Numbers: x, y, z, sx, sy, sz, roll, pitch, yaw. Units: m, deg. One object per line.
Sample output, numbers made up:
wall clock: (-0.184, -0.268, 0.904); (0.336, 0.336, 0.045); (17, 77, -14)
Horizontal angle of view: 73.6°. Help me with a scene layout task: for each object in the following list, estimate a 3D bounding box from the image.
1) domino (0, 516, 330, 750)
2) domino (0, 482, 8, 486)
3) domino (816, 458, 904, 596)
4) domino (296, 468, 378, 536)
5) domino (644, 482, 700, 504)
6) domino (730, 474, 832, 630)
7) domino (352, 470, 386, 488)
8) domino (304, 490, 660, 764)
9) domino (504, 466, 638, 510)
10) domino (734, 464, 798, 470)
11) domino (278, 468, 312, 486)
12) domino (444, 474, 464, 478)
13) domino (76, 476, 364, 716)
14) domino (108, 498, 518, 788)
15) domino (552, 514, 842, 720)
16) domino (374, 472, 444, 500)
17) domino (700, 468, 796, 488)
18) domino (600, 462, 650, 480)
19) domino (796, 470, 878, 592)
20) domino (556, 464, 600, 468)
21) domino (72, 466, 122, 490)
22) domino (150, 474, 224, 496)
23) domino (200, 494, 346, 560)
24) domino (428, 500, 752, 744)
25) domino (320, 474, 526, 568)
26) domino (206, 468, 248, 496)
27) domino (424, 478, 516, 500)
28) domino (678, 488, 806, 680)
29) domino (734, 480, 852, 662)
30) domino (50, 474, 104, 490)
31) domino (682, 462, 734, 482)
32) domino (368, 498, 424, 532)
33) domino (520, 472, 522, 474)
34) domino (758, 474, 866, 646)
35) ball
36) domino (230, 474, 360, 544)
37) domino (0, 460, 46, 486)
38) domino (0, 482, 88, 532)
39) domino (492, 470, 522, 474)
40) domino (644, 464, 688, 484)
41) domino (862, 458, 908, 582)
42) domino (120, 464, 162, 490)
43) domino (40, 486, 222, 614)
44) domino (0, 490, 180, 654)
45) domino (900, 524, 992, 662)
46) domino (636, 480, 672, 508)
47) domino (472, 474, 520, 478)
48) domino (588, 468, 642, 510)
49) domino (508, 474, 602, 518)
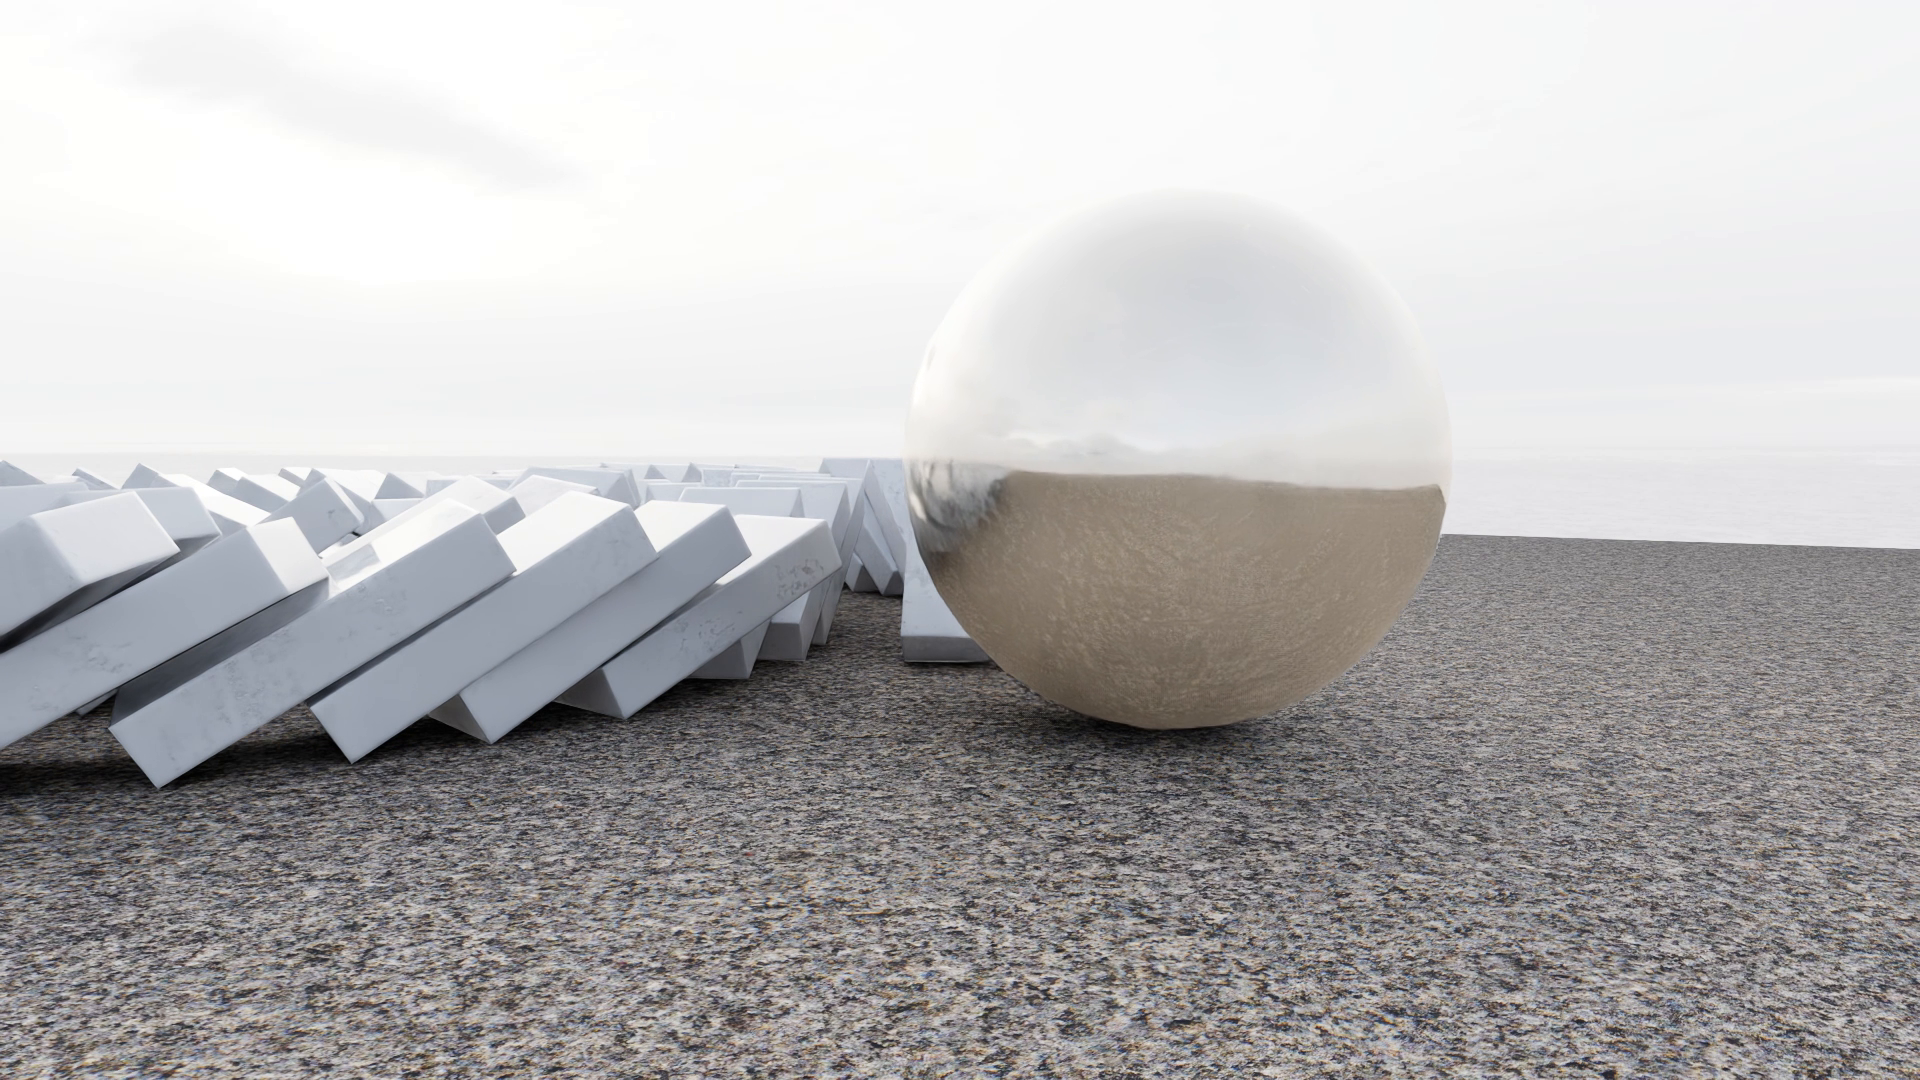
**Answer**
domino: (-0.109, 0.014, 0.163); (0.050, 0.010, 0.025); (-30, 12, -12)
domino: (-0.231, 0.000, 0.332); (0.025, 0.010, 0.050); (2, -27, 39)
domino: (-0.021, -0.005, 0.376); (0.025, 0.009, 0.050); (-3, 43, -35)
domino: (-0.167, -0.004, 0.380); (0.050, 0.009, 0.025); (32, 0, -3)
domino: (-0.065, 0.001, 0.345); (0.025, 0.010, 0.050); (-3, 33, -32)
domino: (-0.044, 0.002, 0.309); (0.025, 0.009, 0.050); (0, 37, -7)
domino: (-0.180, -0.007, 0.431); (0.050, 0.009, 0.025); (30, 0, -9)
domino: (-0.072, 0.011, 0.189); (0.050, 0.010, 0.025); (-37, 27, -26)
domino: (-0.091, 0.004, 0.268); (0.025, 0.009, 0.050); (4, 41, 19)
domino: (-0.050, -0.006, 0.403); (0.025, 0.010, 0.050); (0, 35, -48)
domino: (-0.200, -0.007, 0.427); (0.050, 0.010, 0.025); (32, -2, -10)
domino: (-0.156, -0.006, 0.437); (0.050, 0.009, 0.025); (28, 6, 2)
domino: (-0.126, 0.008, 0.217); (0.050, 0.010, 0.025); (-39, 18, -17)
domino: (-0.088, 0.012, 0.177); (0.050, 0.010, 0.025); (-35, 23, -23)
domino: (-0.047, 0.011, 0.221); (0.025, 0.009, 0.050); (4, 30, 42)
domino: (-0.145, -0.003, 0.382); (0.050, 0.009, 0.025); (32, 7, 5)
domino: (-0.051, 0.000, 0.329); (0.025, 0.010, 0.050); (0, 37, -18)
domino: (-0.097, -0.008, 0.430); (0.050, 0.009, 0.025); (38, 18, 20)
domino: (-0.032, -0.004, 0.389); (0.025, 0.009, 0.050); (-3, 37, -36)
domino: (-0.114, -0.008, 0.435); (0.050, 0.010, 0.025); (36, 16, 16)
domino: (-0.250, -0.005, 0.398); (0.050, 0.010, 0.025); (36, -15, -28)
domino: (-0.204, -0.002, 0.367); (0.050, 0.010, 0.025); (31, -6, -16)
domino: (-0.167, 0.004, 0.322); (0.050, 0.009, 0.025); (24, 0, -8)
domino: (-0.060, 0.011, 0.203); (0.025, 0.010, 0.050); (5, 36, 48)
domino: (-0.104, 0.007, 0.232); (0.050, 0.010, 0.025); (-37, 32, -26)
domino: (-0.218, -0.006, 0.418); (0.050, 0.009, 0.025); (33, -6, -18)
domino: (-0.116, 0.002, 0.323); (0.025, 0.010, 0.050); (-2, 35, -34)
domino: (-0.048, 0.007, 0.251); (0.025, 0.009, 0.050); (1, 35, 7)
domino: (-0.040, 0.005, 0.271); (0.025, 0.009, 0.050); (1, 36, 7)
domino: (-0.219, -0.001, 0.348); (0.025, 0.010, 0.050); (4, -26, 44)
domino: (-0.065, -0.007, 0.414); (0.050, 0.009, 0.025); (41, 23, 29)
domino: (-0.134, 0.004, 0.337); (0.025, 0.010, 0.050); (-4, 28, -42)
domino: (-0.096, 0.002, 0.305); (0.025, 0.009, 0.050); (0, 38, -4)
domino: (-0.038, 0.003, 0.290); (0.025, 0.010, 0.050); (3, 36, 6)
ball: (0.031, -0.012, 0.193); (0.080, 0.080, 0.080); (0, 4, 0)
domino: (-0.184, -0.002, 0.375); (0.050, 0.009, 0.025); (30, -1, -10)
domino: (-0.264, -0.005, 0.380); (0.025, 0.009, 0.050); (-1, -33, 41)
domino: (-0.165, 0.009, 0.205); (0.050, 0.009, 0.025); (-34, -3, 16)
domino: (-0.134, -0.007, 0.437); (0.050, 0.009, 0.025); (32, 10, 8)
domino: (-0.080, -0.007, 0.422); (0.050, 0.009, 0.025); (40, 23, 26)
domino: (-0.008, -0.004, 0.363); (0.025, 0.010, 0.050); (-1, 41, -24)
domino: (-0.237, -0.007, 0.408); (0.050, 0.009, 0.025); (35, -14, -24)
domino: (-0.147, 0.009, 0.204); (0.050, 0.010, 0.025); (-33, -1, 10)
domino: (-0.125, 0.013, 0.156); (0.050, 0.010, 0.025); (-32, 12, -3)
domino: (0.002, 0.001, 0.261); (0.025, 0.050, 0.009); (0, -36, 3)
domino: (-0.083, -0.001, 0.361); (0.025, 0.009, 0.050); (-2, 33, -43)
domino: (-0.122, -0.003, 0.382); (0.050, 0.009, 0.025); (34, 16, 22)
domino: (-0.092, 0.003, 0.286); (0.025, 0.009, 0.050); (1, 40, 10)
domino: (-0.093, 0.006, 0.246); (0.025, 0.009, 0.050); (11, 42, 42)
